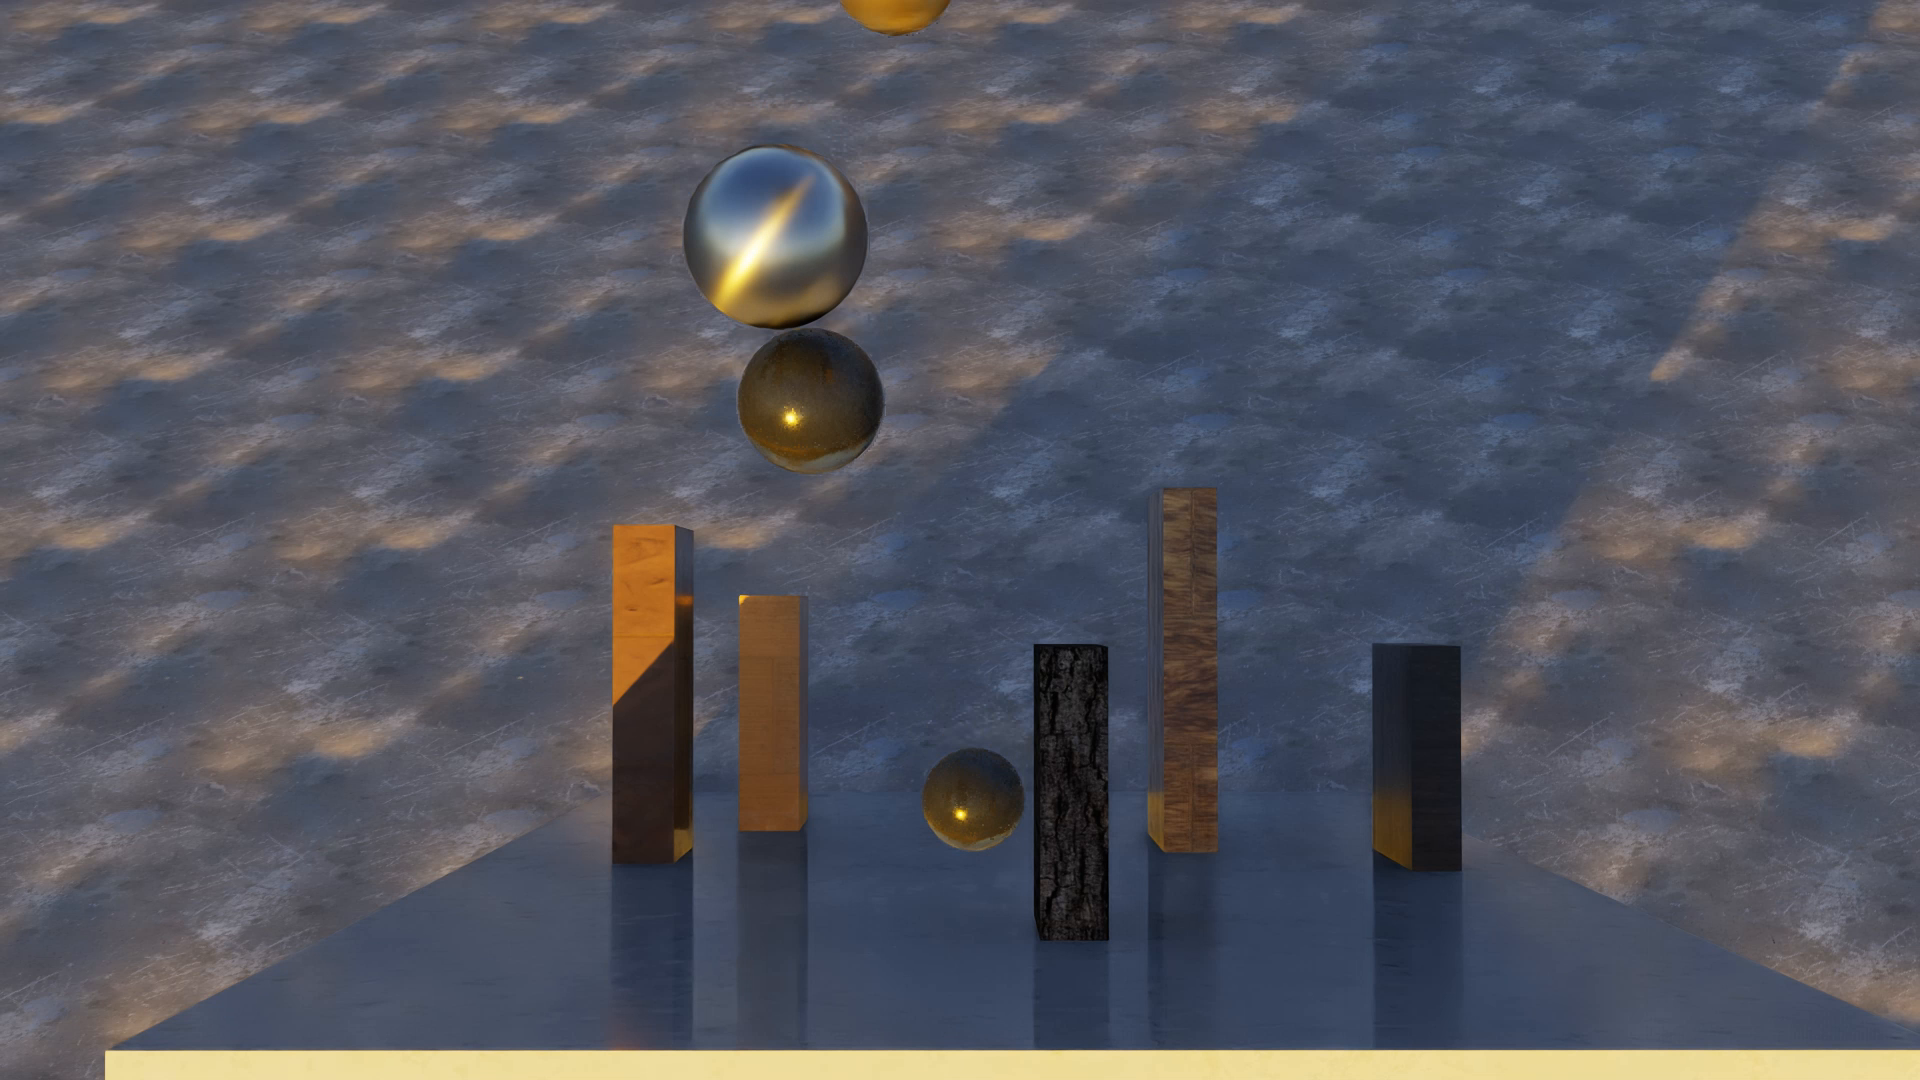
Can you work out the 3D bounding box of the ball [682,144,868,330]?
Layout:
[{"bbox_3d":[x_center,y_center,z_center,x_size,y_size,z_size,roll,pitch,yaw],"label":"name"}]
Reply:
[{"bbox_3d":[-0.203,-0.334,2.862,0.204,0.204,0.204,0,34,0],"label":"ball"}]

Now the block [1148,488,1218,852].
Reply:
[{"bbox_3d":[0.454,0.261,5.329,0.105,0.718,0.439,0,-2,0],"label":"block"}]

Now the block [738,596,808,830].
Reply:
[{"bbox_3d":[-0.412,0.378,5.771,0.129,0.507,0.334,0,-2,0],"label":"block"}]

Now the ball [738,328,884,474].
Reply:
[{"bbox_3d":[-0.171,-0.159,2.978,0.168,0.168,0.168,0,34,0],"label":"ball"}]

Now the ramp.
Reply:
[{"bbox_3d":[0.076,0.656,4.805,2.000,0.100,4.000,0,-2,0],"label":"ramp"}]

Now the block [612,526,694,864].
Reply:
[{"bbox_3d":[-0.595,0.295,5.059,0.116,0.636,0.350,0,-2,0],"label":"block"}]

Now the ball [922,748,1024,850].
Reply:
[{"bbox_3d":[0.015,0.290,2.908,0.115,0.115,0.115,0,34,0],"label":"ball"}]

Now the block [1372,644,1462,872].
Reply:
[{"bbox_3d":[0.869,0.405,4.961,0.091,0.410,0.445,0,-2,0],"label":"block"}]

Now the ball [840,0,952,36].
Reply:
[{"bbox_3d":[-0.060,-0.529,2.415,0.117,0.117,0.117,0,34,0],"label":"ball"}]

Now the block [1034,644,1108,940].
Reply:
[{"bbox_3d":[0.165,0.370,3.910,0.099,0.423,0.329,0,-2,0],"label":"block"}]
